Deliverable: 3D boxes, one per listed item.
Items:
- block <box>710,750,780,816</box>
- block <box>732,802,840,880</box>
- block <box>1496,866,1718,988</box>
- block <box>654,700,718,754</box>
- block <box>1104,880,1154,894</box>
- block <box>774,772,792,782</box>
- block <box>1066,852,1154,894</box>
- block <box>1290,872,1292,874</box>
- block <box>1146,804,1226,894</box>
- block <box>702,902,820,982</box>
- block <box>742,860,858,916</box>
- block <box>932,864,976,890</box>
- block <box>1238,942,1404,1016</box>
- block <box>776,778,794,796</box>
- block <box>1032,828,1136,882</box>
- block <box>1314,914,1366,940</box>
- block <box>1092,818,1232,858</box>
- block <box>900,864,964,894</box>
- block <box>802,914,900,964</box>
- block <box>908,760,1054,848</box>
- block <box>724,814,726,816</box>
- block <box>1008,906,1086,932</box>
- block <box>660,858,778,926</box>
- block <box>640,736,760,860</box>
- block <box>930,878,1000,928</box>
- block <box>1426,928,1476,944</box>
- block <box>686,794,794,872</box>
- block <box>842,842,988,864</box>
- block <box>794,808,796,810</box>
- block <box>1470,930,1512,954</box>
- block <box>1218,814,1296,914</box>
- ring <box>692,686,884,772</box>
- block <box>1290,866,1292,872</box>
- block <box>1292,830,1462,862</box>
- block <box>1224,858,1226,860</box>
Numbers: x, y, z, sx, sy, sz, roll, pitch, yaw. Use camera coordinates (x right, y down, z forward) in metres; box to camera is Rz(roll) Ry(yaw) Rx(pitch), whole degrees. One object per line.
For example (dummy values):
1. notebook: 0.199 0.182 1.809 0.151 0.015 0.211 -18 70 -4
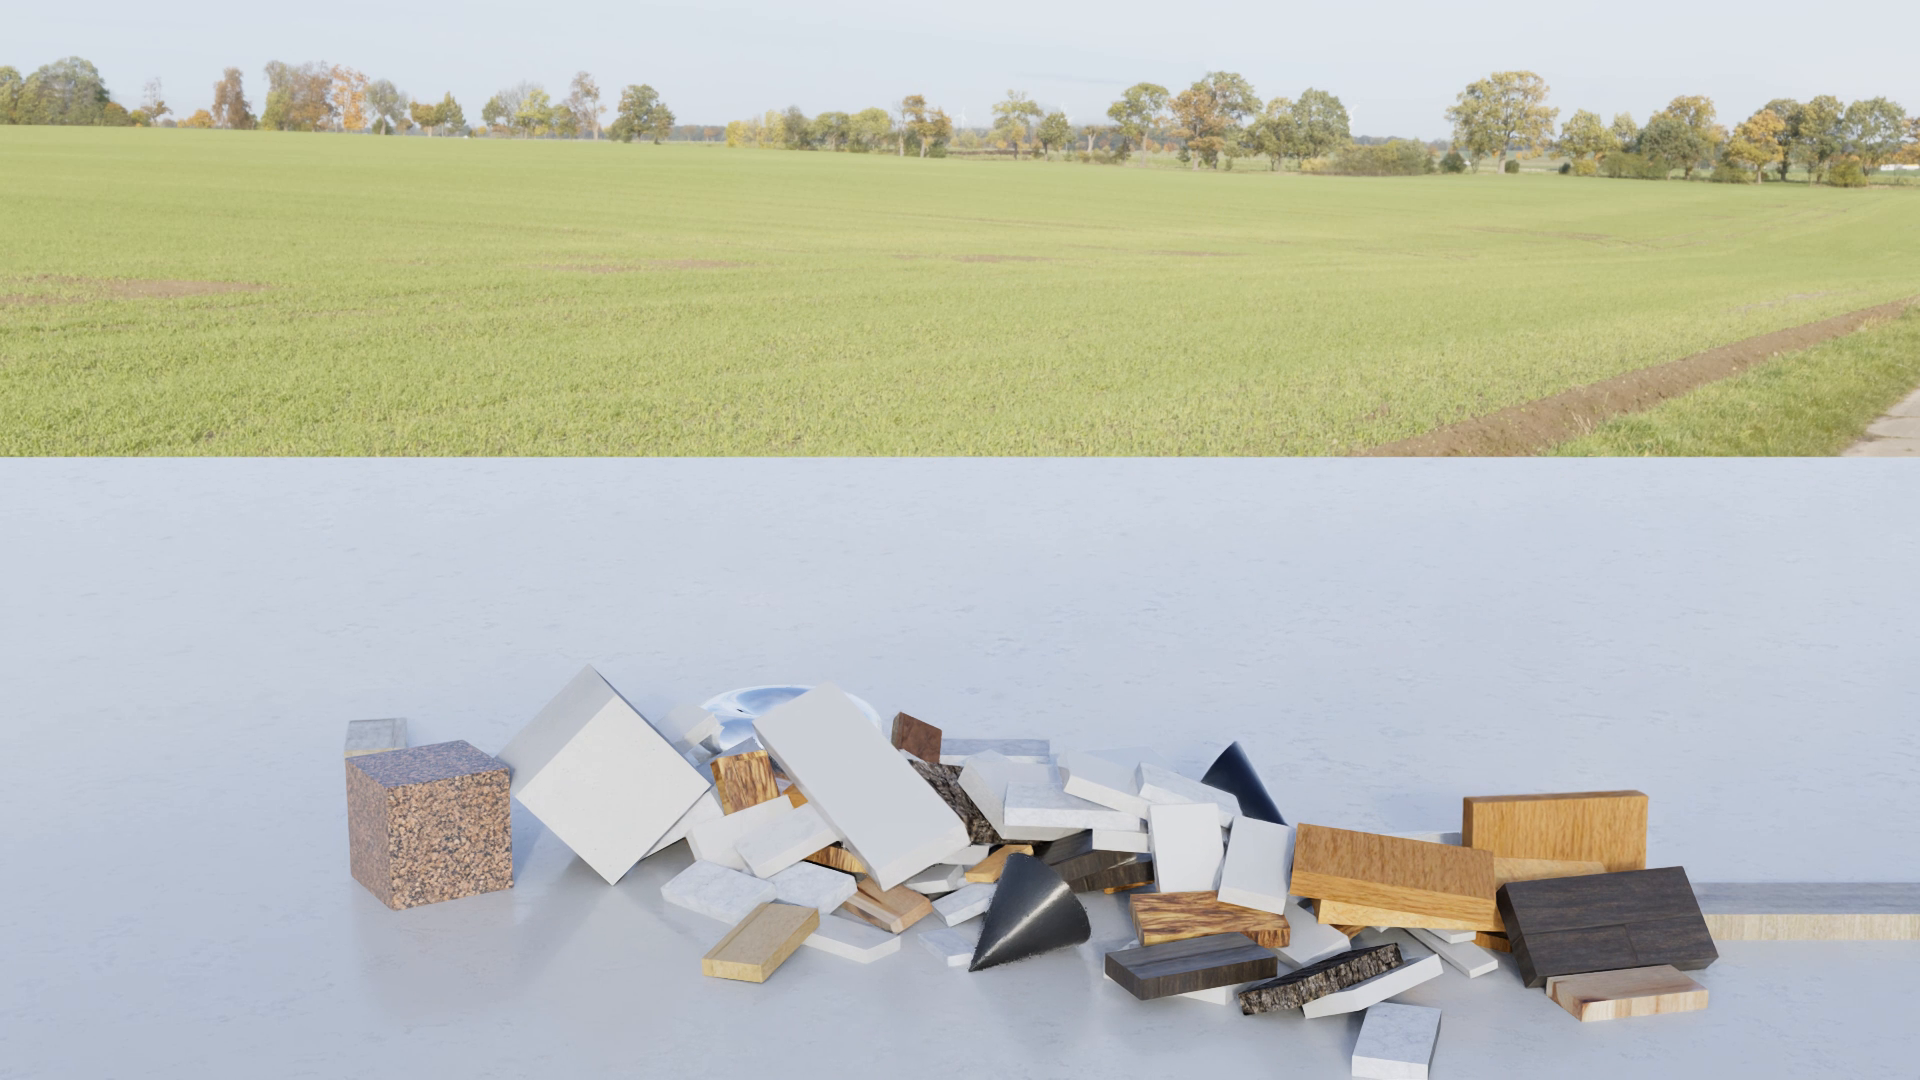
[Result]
1. block: -0.357 0.469 3.823 0.099 0.199 0.028 -7 -21 -35
2. block: -0.270 0.492 3.686 0.202 0.029 0.101 -27 29 -15
3. block: 0.976 0.584 3.325 0.304 0.152 0.043 -3 -34 -15
4. block: -0.591 0.406 4.271 0.236 0.033 0.118 -38 27 -23
5. block: 0.306 0.557 3.679 0.131 0.019 0.066 -16 11 14
6. block: -0.286 0.454 4.064 0.160 0.023 0.080 1 11 7
7. block: 0.292 0.534 3.668 0.237 0.034 0.118 -14 11 20
8. block: 0.557 0.576 3.695 0.121 0.017 0.061 -3 11 -13
9. block: 0.365 0.527 3.484 0.110 0.220 0.031 -1 -28 -7
10. block: -0.304 0.616 3.379 0.100 0.028 0.200 2 17 22
11. block: -0.276 0.570 3.619 0.199 0.028 0.099 9 32 40
12. block: 0.000 0.560 3.665 0.140 0.020 0.070 -10 12 28
13. block: 0.524 0.636 3.188 0.226 0.032 0.113 -11 -9 -37
14. block: -0.224 0.486 3.957 0.265 0.031 0.110 15 10 -5
15. block: 0.169 0.536 3.675 0.237 0.034 0.118 -18 11 -2
16. block: 0.618 0.588 3.475 0.138 0.020 0.069 -30 33 -28
17. block: 0.343 0.477 3.617 0.237 0.034 0.118 3 17 9
18. block: -0.071 0.564 3.638 0.140 0.020 0.070 -11 12 24
19. block: -0.178 0.622 3.435 0.158 0.022 0.079 9 14 39
20. block: 0.005 0.453 3.792 0.324 0.046 0.162 10 25 -24
21. block: -0.426 0.493 3.966 0.080 0.023 0.160 -28 13 15
22. block: 0.139 0.608 3.528 0.112 0.016 0.056 -3 11 -16
23. block: -0.395 0.576 3.597 0.183 0.026 0.091 10 32 42
24. block: -0.475 0.464 3.987 0.177 0.050 0.354 -29 6 11
25. block: 0.029 0.579 3.559 0.140 0.020 0.070 -22 17 -16
26. block: 0.750 0.598 3.410 0.048 0.014 0.096 -3 15 -26
27. block: -0.362 0.513 3.759 0.199 0.099 0.028 -16 -16 -37
28. block: -0.075 0.510 3.667 0.221 0.031 0.110 4 -5 36
29. block: -0.263 0.512 3.869 0.160 0.080 0.023 -2 -19 -10
30. block: 0.816 0.615 3.474 0.148 0.021 0.074 8 13 37
31. block: 0.469 0.509 3.462 0.101 0.029 0.202 12 28 8
32. ring: -0.349 0.388 4.406 0.396 0.132 0.396 1 10 0
33. block: 0.553 0.561 3.776 0.121 0.017 0.061 1 11 5
34. block: 0.707 0.524 3.734 0.299 0.042 0.149 0 -7 -26
35. block: 0.388 0.548 3.667 0.131 0.019 0.066 -29 7 9
